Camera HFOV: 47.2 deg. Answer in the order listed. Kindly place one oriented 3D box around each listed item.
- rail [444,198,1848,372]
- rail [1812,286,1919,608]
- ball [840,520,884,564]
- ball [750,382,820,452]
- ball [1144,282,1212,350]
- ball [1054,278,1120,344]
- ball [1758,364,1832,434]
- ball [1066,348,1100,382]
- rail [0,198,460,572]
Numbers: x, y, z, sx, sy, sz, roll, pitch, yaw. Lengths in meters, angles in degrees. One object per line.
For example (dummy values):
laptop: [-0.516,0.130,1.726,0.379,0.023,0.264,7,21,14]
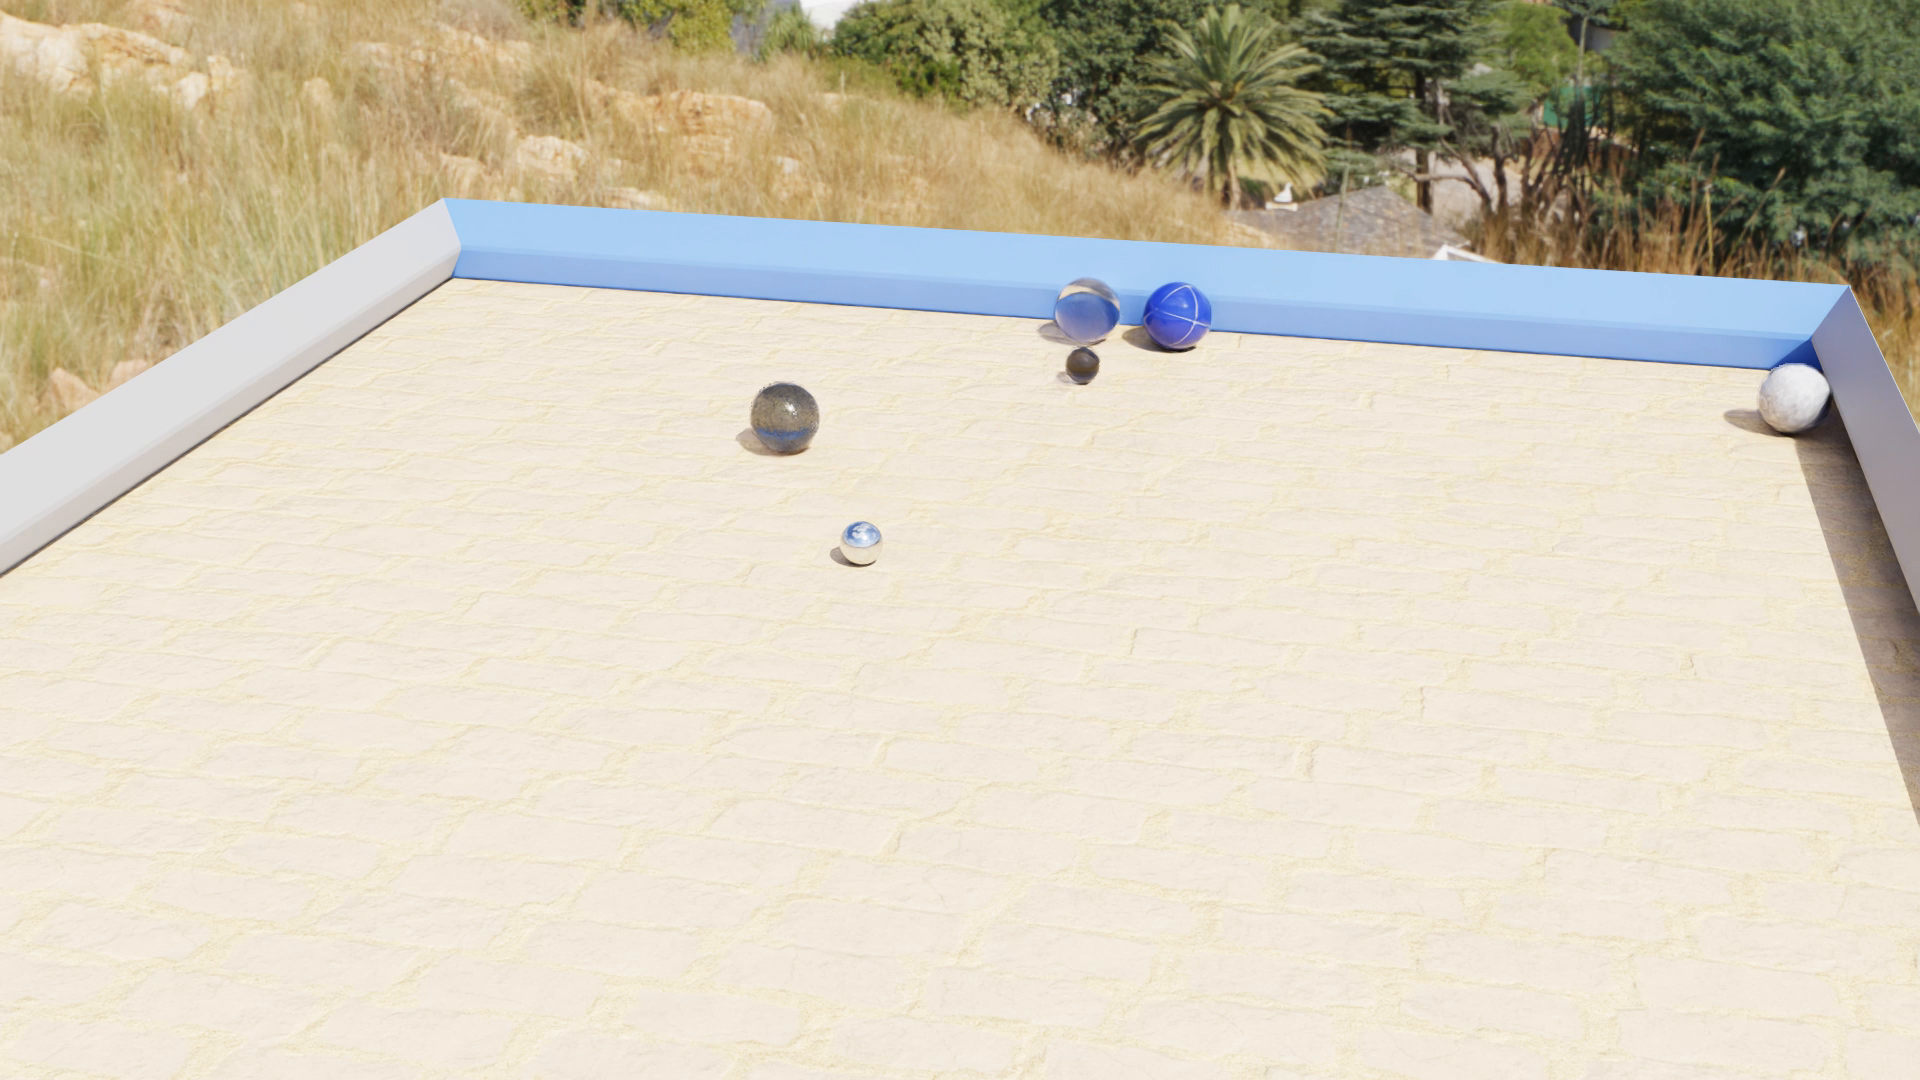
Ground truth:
rail: [0.198,-0.371,3.204,2.065,0.126,0.045,5,24,12]
rail: [0.780,0.423,1.390,0.045,0.126,3.649,5,24,12]
ball: [-0.110,0.003,2.446,0.049,0.049,0.049,0,24,0]
ball: [-0.219,-0.153,2.755,0.088,0.088,0.088,0,24,0]
ball: [0.309,-0.318,3.122,0.097,0.097,0.097,0,24,0]
ball: [0.182,-0.329,3.150,0.094,0.094,0.094,0,24,0]
ball: [1.069,-0.180,2.815,0.089,0.089,0.089,0,24,0]
ball: [0.168,-0.238,3.000,0.048,0.048,0.048,0,24,0]
rail: [-1.187,0.242,1.802,0.045,0.126,3.649,5,24,12]
